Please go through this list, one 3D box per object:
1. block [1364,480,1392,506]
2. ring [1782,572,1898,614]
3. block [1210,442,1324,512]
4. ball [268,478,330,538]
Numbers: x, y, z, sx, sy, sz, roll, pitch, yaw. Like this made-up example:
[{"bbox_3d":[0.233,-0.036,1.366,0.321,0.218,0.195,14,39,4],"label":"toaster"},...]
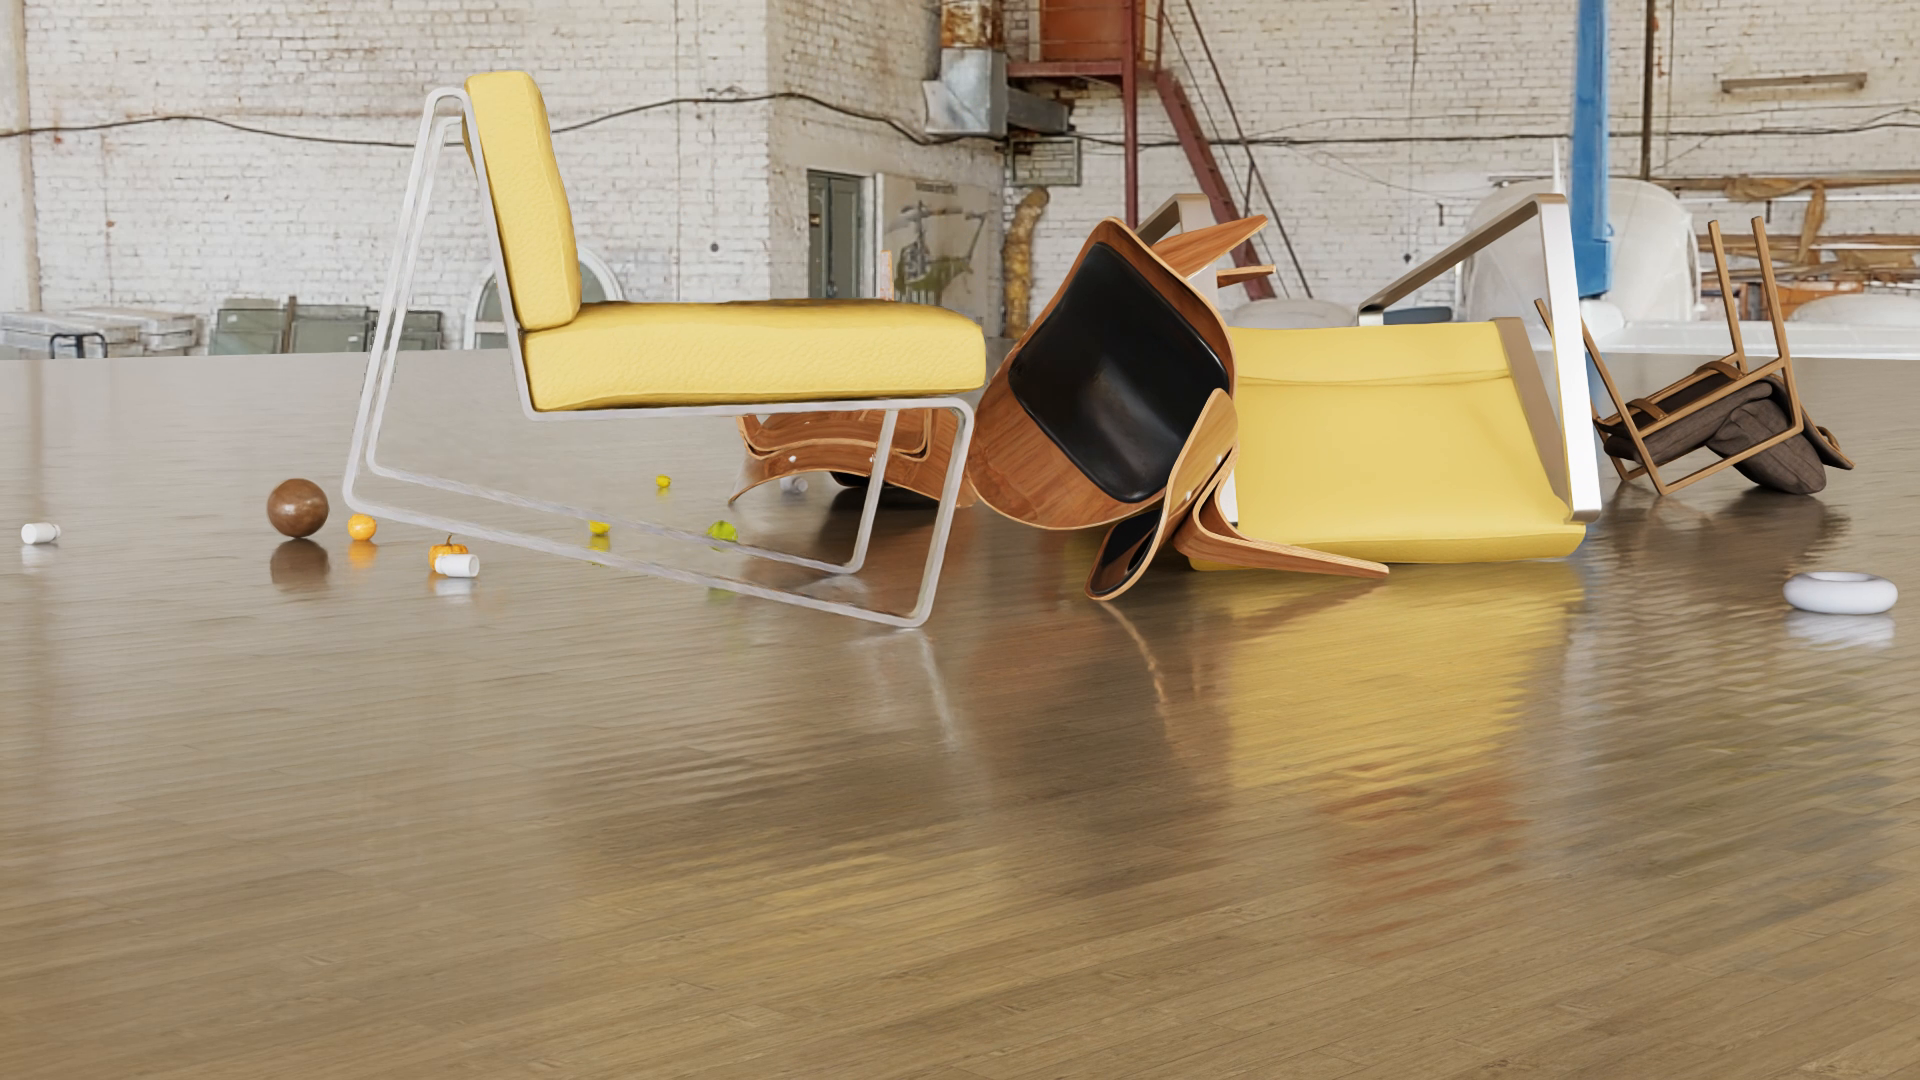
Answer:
[{"bbox_3d":[1.204,-0.134,7.393,0.058,0.066,0.068,3,7,30],"label":"block"},{"bbox_3d":[1.743,0.104,5.083,0.217,0.066,0.217,7,10,43],"label":"ring"},{"bbox_3d":[0.875,-0.183,7.334,0.199,0.176,0.276,-3,7,-28],"label":"block"},{"bbox_3d":[-1.665,-0.081,6.456,0.152,0.152,0.152,0,6,0],"label":"ball"}]
